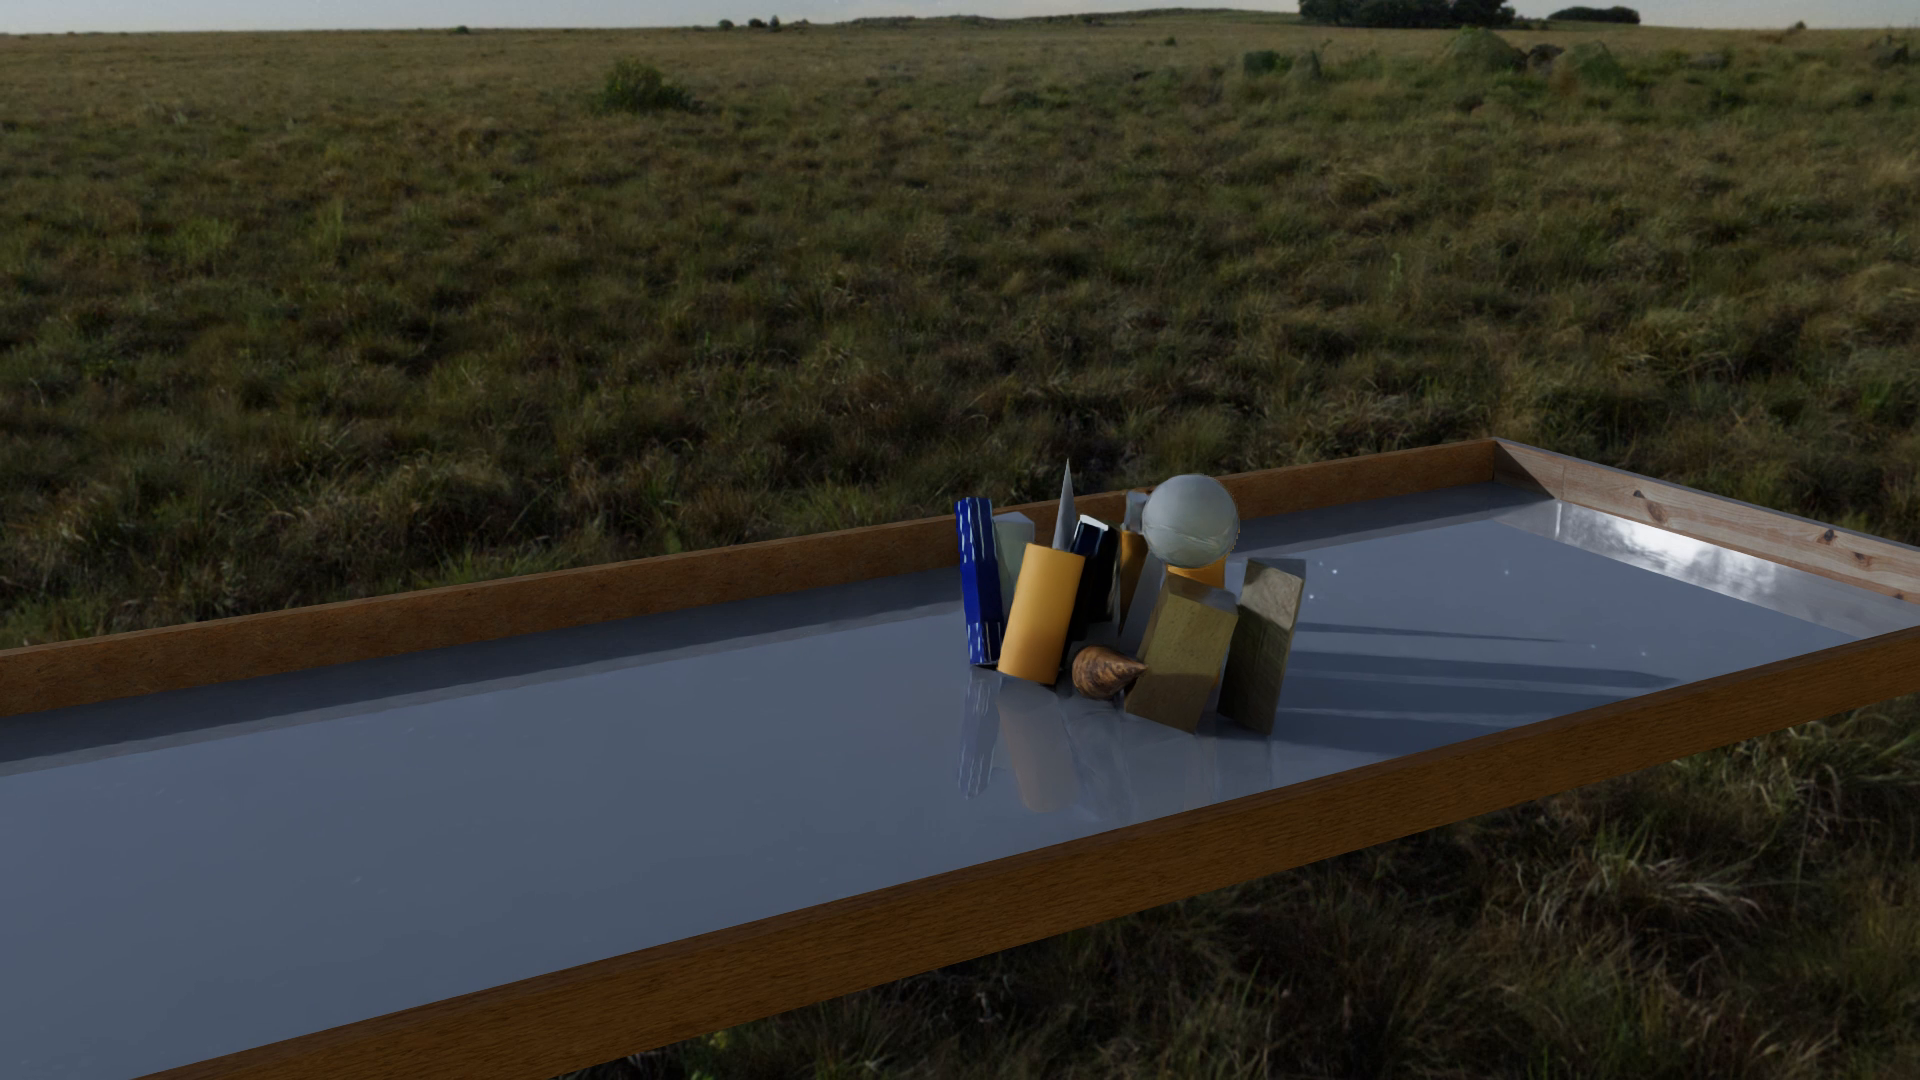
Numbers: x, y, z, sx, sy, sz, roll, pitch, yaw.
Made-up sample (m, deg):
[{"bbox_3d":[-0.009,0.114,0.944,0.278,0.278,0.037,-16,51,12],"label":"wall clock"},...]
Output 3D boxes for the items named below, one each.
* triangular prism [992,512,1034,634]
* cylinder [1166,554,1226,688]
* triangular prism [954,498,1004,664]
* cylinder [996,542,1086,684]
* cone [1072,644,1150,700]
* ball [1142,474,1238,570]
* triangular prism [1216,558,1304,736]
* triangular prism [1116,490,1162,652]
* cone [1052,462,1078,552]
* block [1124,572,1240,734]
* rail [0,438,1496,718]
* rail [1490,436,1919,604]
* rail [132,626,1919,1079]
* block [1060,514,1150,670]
[{"bbox_3d":[0.135,0.104,4.385,0.150,0.341,0.130,4,14,14],"label":"triangular prism"},{"bbox_3d":[0.582,0.138,4.094,0.144,0.447,0.144,0,16,0],"label":"cylinder"},{"bbox_3d":[0.063,0.104,4.256,0.082,0.422,0.095,-3,-6,-24],"label":"triangular prism"},{"bbox_3d":[0.202,0.182,4.103,0.151,0.325,0.151,14,1,0],"label":"cylinder"},{"bbox_3d":[0.378,0.301,3.825,0.138,0.138,0.357,-4,-5,-14],"label":"cone"},{"bbox_3d":[0.537,-0.043,3.856,0.224,0.224,0.224,0,16,0],"label":"ball"},{"bbox_3d":[0.731,0.237,3.849,0.148,0.388,0.129,23,23,37],"label":"triangular prism"},{"bbox_3d":[0.451,0.081,4.341,0.121,0.408,0.105,-3,15,-28],"label":"triangular prism"},{"bbox_3d":[0.297,-0.012,4.588,0.139,0.455,0.139,0,16,0],"label":"cone"},{"bbox_3d":[0.515,0.262,3.858,0.167,0.306,0.167,18,17,0],"label":"block"},{"bbox_3d":[-3.305,0.497,3.399,12.000,0.150,0.050,-9,18,-27],"label":"rail"},{"bbox_3d":[2.466,-0.048,5.253,0.050,0.150,2.100,-9,18,-27],"label":"rail"},{"bbox_3d":[-2.336,1.006,1.665,12.000,0.150,0.050,-9,18,-27],"label":"rail"},{"bbox_3d":[0.340,0.140,4.174,0.136,0.374,0.136,13,8,-29],"label":"block"}]
